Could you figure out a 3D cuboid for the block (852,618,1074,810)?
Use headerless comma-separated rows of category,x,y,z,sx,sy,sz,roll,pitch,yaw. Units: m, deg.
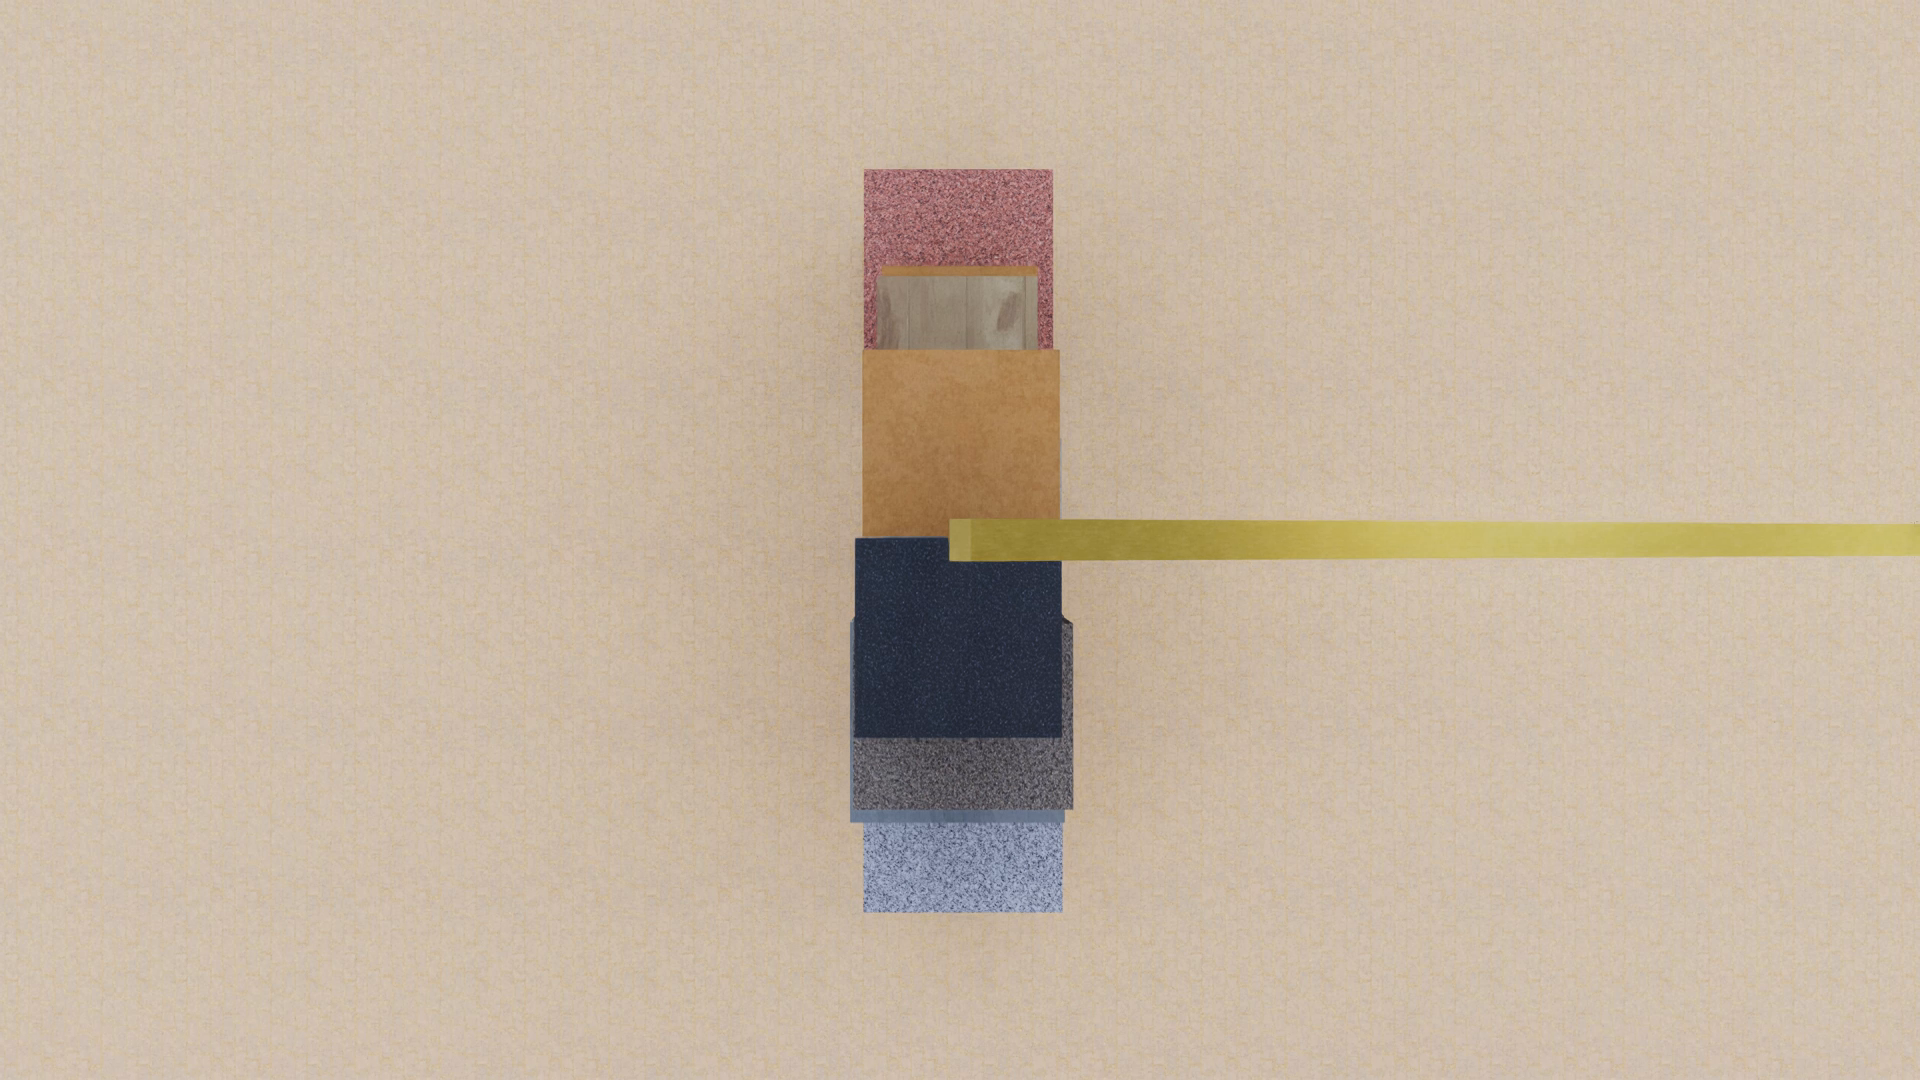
block,0.013,0.727,9.488,0.903,0.942,0.762,0,90,0

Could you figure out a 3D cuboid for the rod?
rod,2.234,0.000,5.489,5.200,0.080,0.080,0,90,-31

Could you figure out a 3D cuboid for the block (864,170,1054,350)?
block,-0.007,-1.377,11.465,0.943,1.037,0.938,0,90,0

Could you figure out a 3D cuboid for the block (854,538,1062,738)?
block,-0.006,0.371,8.643,0.778,0.753,0.751,0,90,0

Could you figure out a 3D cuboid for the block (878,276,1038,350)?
block,-0.011,-0.767,9.883,0.695,0.732,0.727,0,88,0

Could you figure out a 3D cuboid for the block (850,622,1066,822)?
block,-0.011,0.832,10.426,0.973,0.935,0.904,0,90,0

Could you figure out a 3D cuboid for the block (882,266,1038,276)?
block,-0.001,-0.881,10.610,0.725,0.673,0.805,0,91,0

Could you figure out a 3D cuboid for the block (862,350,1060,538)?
block,0.005,-0.395,9.170,0.792,0.670,0.762,0,92,0

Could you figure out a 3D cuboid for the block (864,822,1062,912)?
block,0.015,1.354,11.462,0.988,1.139,0.984,0,90,0

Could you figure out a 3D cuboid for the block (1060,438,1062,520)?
block,0.019,-0.050,10.704,0.906,0.931,0.845,0,90,0
